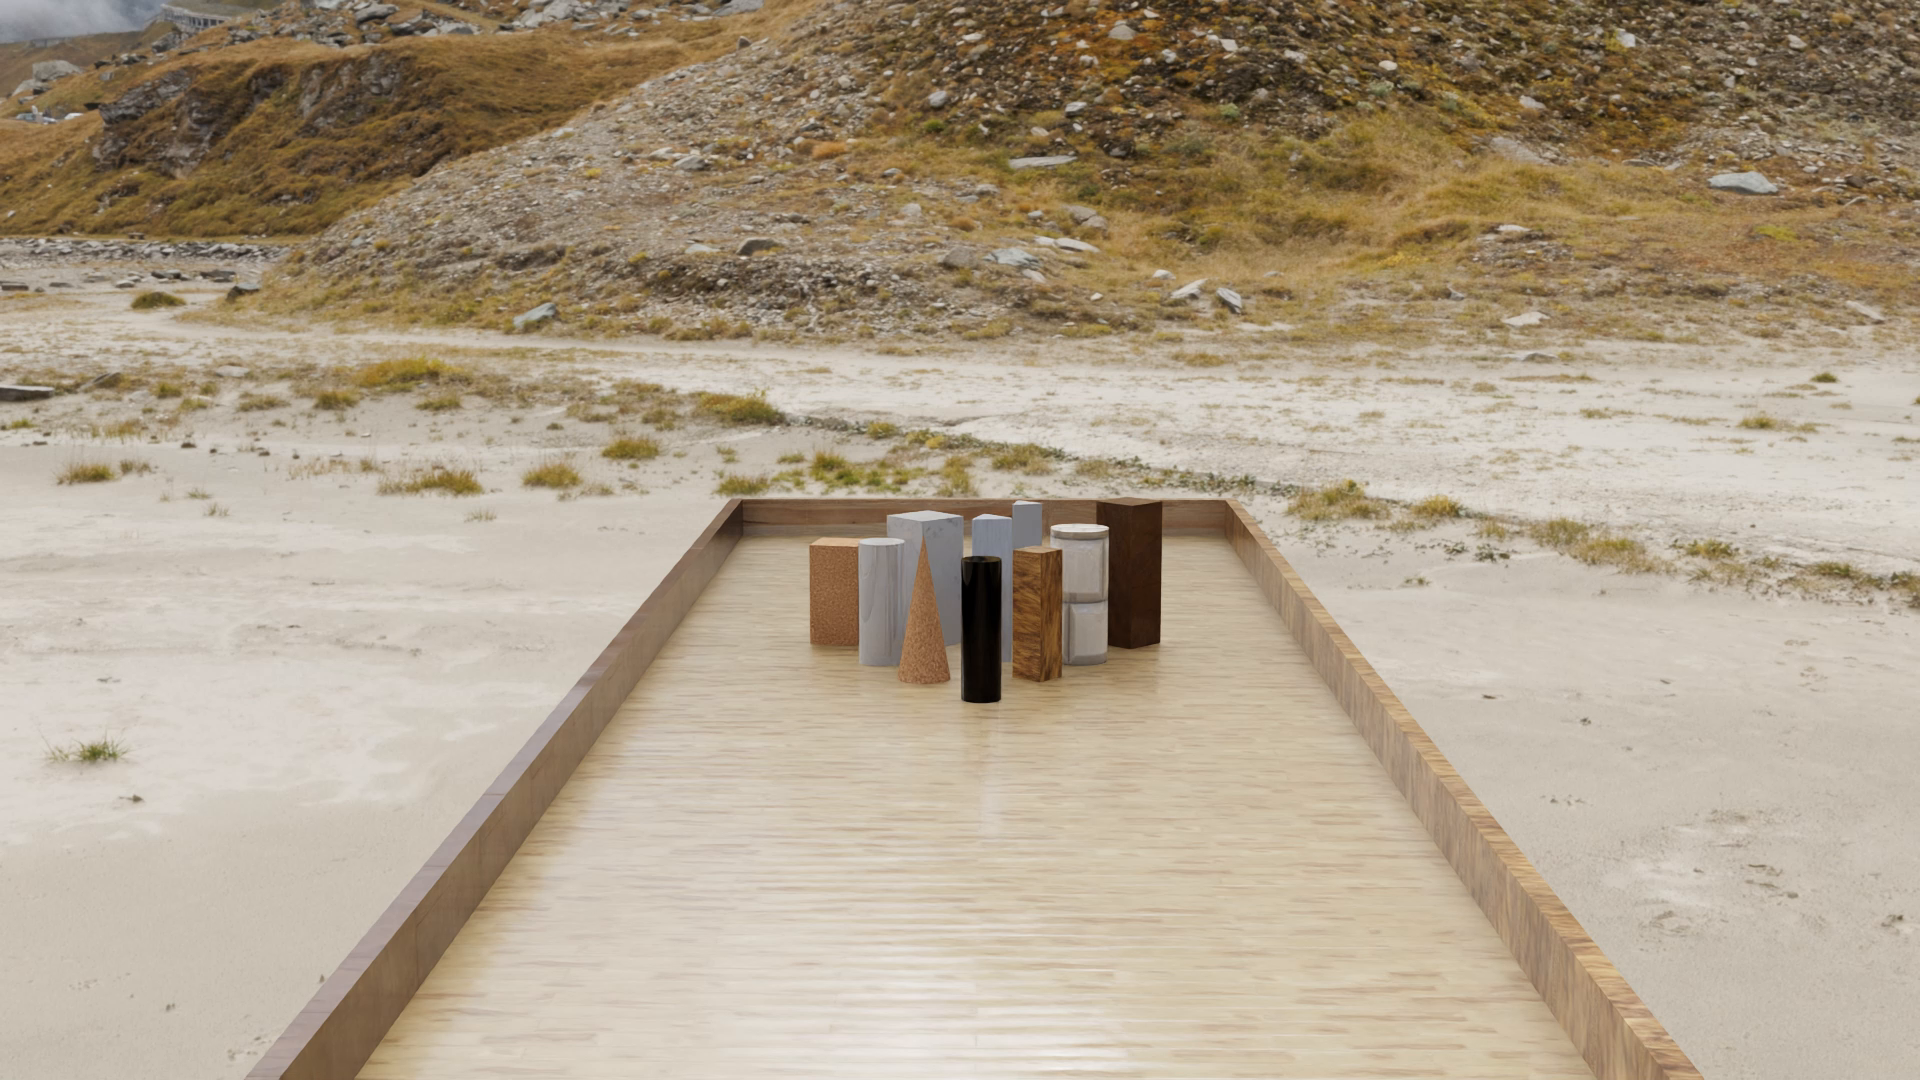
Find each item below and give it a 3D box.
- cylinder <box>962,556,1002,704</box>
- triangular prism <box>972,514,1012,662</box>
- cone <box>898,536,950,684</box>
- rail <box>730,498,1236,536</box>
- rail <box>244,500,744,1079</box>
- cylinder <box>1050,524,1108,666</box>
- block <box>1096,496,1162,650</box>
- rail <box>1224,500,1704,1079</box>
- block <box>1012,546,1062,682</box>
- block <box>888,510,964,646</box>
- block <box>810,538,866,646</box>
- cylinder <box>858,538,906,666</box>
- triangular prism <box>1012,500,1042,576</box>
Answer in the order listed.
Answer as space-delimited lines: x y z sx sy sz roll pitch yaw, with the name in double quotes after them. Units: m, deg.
0.059 0.250 6.159 0.114 0.399 0.114 0 9 0 "cylinder"
0.086 0.146 6.682 0.121 0.441 0.105 -2 9 -12 "triangular prism"
-0.106 0.192 6.419 0.157 0.431 0.157 0 9 0 "cone"
0.099 -0.098 9.147 2.100 0.150 0.050 0 9 1 "rail"
-1.004 0.839 3.234 0.050 0.150 12.000 0 9 1 "rail"
0.362 0.164 6.674 0.176 0.407 0.176 0 9 0 "cylinder"
0.531 0.102 6.923 0.146 0.452 0.146 9 13 44 "block"
1.046 0.843 3.208 0.050 0.150 12.000 0 9 1 "rail"
0.227 0.215 6.437 0.103 0.380 0.103 8 12 40 "block"
-0.109 0.124 6.936 0.170 0.405 0.170 -8 12 -41 "block"
-0.380 0.163 6.968 0.155 0.317 0.155 2 9 12 "block"
-0.237 0.186 6.658 0.141 0.368 0.141 0 9 0 "cylinder"
0.198 0.101 6.953 0.097 0.445 0.084 -3 10 -19 "triangular prism"
